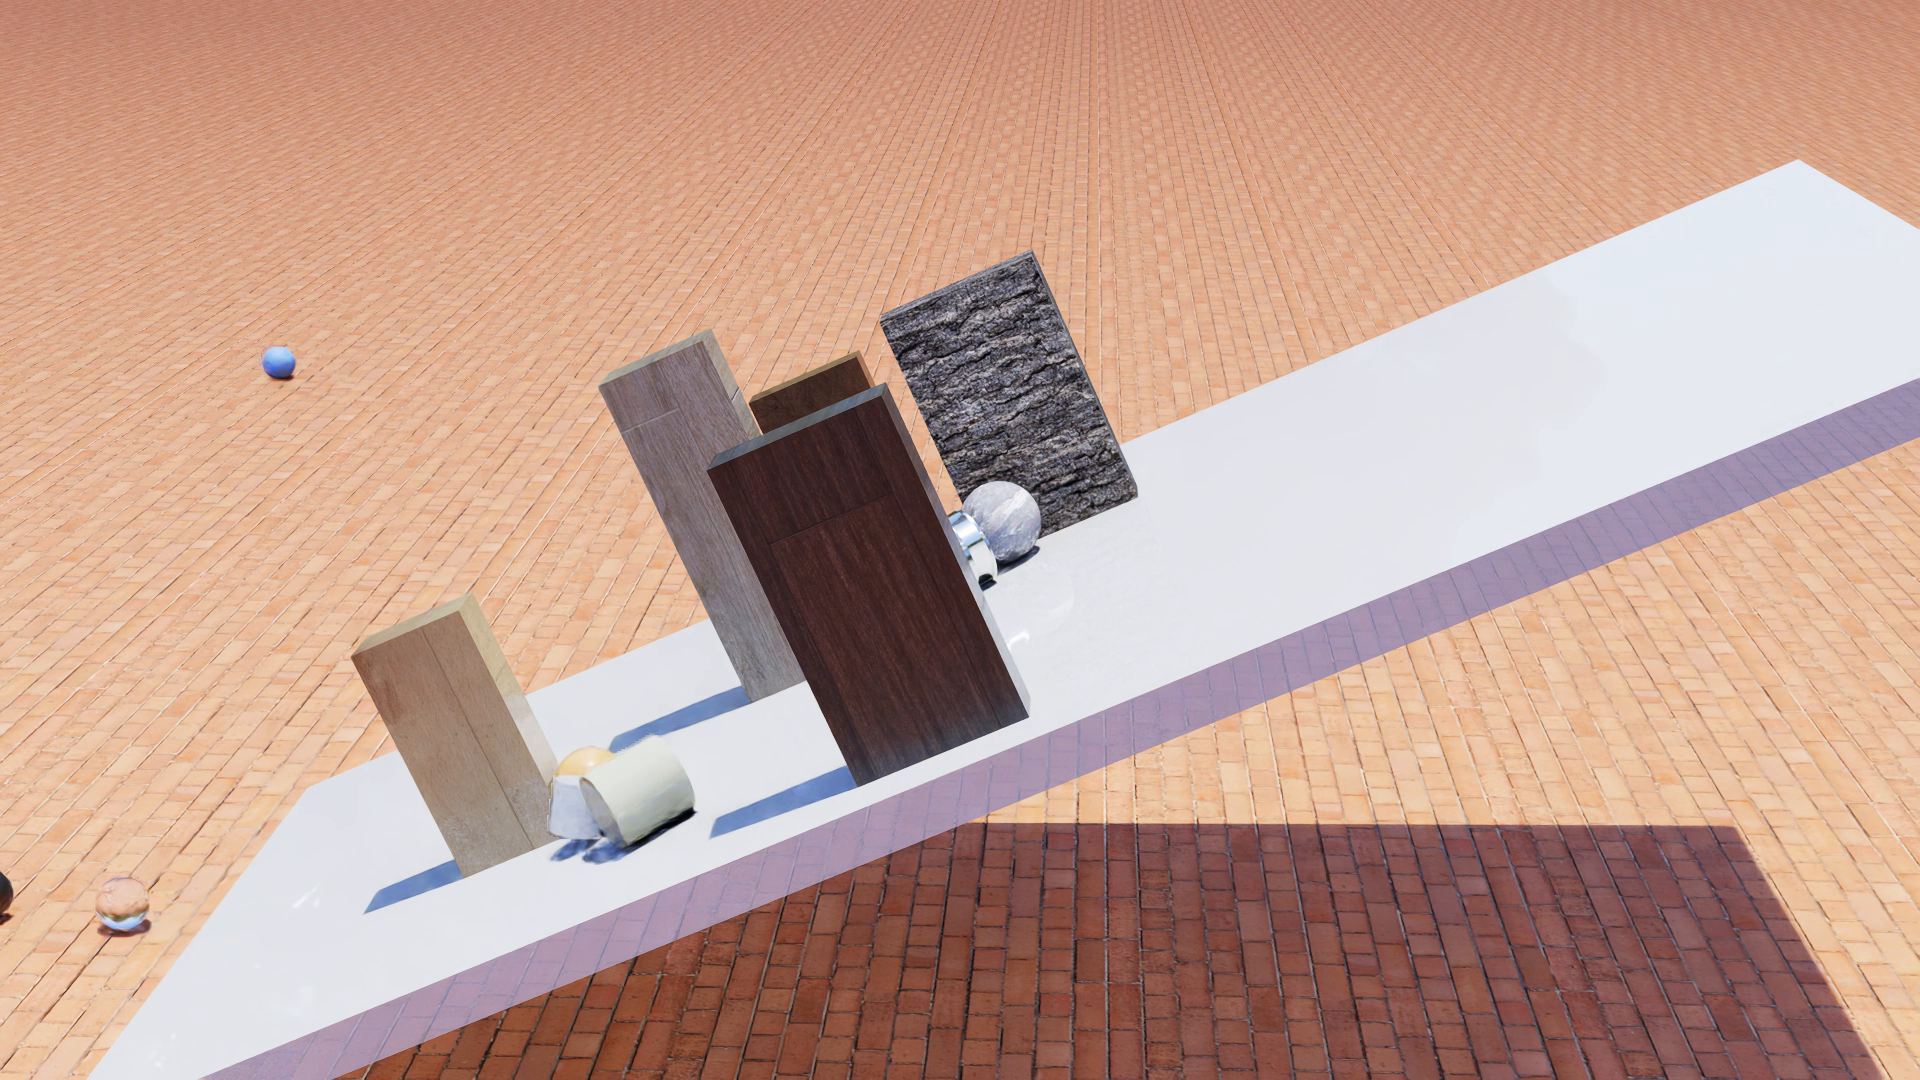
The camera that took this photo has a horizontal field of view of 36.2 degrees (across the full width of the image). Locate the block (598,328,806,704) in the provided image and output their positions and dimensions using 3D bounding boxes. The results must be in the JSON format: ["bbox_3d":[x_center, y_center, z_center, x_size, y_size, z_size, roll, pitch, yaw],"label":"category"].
[{"bbox_3d":[-0.495,-0.050,6.359,0.247,0.768,0.142,-23,13,8],"label":"block"}]

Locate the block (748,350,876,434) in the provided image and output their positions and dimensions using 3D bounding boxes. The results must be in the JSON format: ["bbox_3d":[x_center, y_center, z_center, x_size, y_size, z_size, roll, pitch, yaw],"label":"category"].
[{"bbox_3d":[-0.271,-0.171,7.059,0.284,0.493,0.085,-23,13,8],"label":"block"}]

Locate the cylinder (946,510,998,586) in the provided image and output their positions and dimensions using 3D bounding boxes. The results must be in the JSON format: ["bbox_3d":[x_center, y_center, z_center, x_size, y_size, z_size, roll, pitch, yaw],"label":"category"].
[{"bbox_3d":[-0.039,0.050,6.465,0.174,0.174,0.174,-31,26,-20],"label":"cylinder"}]

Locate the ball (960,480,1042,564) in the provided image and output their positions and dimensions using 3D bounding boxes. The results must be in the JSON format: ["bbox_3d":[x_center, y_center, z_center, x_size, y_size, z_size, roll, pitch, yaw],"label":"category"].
[{"bbox_3d":[0.089,-0.040,6.563,0.185,0.185,0.185,0,15,0],"label":"ball"}]

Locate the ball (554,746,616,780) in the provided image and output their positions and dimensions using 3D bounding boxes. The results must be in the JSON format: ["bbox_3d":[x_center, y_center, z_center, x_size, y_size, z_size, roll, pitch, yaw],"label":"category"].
[{"bbox_3d":[-0.757,0.498,6.036,0.151,0.151,0.151,0,15,0],"label":"ball"}]

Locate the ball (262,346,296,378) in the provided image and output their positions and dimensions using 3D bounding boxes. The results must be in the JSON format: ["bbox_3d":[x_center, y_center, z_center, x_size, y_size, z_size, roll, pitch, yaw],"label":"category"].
[{"bbox_3d":[-2.975,-0.775,12.848,0.143,0.143,0.143,0,15,0],"label":"ball"}]

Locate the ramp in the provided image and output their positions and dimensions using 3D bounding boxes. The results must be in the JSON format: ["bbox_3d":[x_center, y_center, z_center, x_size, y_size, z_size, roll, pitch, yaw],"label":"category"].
[{"bbox_3d":[0.132,0.170,6.284,4.000,0.100,2.000,-23,13,8],"label":"ramp"}]

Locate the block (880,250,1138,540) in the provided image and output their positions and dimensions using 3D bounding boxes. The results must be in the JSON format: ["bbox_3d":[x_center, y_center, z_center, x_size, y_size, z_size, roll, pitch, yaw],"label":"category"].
[{"bbox_3d":[0.113,-0.303,6.640,0.371,0.599,0.103,-23,13,8],"label":"block"}]

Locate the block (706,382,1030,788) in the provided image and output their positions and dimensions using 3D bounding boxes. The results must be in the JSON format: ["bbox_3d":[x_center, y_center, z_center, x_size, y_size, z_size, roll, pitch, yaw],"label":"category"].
[{"bbox_3d":[-0.163,0.085,5.437,0.349,0.662,0.119,-23,13,8],"label":"block"}]

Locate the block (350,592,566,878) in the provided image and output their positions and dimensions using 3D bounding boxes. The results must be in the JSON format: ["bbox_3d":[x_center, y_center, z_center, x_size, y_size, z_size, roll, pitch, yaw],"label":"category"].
[{"bbox_3d":[-1.012,0.402,6.055,0.247,0.521,0.137,-23,13,8],"label":"block"}]

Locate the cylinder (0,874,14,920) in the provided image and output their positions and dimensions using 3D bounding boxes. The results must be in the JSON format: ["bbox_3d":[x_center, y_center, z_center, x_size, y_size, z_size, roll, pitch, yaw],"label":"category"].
[{"bbox_3d":[-2.298,0.841,6.878,0.117,0.117,0.117,6,3,21],"label":"cylinder"}]

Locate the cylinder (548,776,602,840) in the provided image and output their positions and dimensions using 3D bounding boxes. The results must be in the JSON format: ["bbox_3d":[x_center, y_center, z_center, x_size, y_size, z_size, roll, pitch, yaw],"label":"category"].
[{"bbox_3d":[-0.766,0.536,5.901,0.106,0.106,0.106,8,6,-1],"label":"cylinder"}]

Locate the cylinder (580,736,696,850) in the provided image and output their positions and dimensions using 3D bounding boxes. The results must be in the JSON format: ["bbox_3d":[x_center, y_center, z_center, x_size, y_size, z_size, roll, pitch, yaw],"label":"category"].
[{"bbox_3d":[-0.634,0.496,5.781,0.166,0.166,0.166,-30,26,-22],"label":"cylinder"}]

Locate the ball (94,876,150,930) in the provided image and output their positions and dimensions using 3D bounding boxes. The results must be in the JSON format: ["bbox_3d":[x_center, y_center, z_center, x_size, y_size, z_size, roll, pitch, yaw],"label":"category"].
[{"bbox_3d":[-1.949,0.846,6.847,0.125,0.125,0.125,0,15,0],"label":"ball"}]
